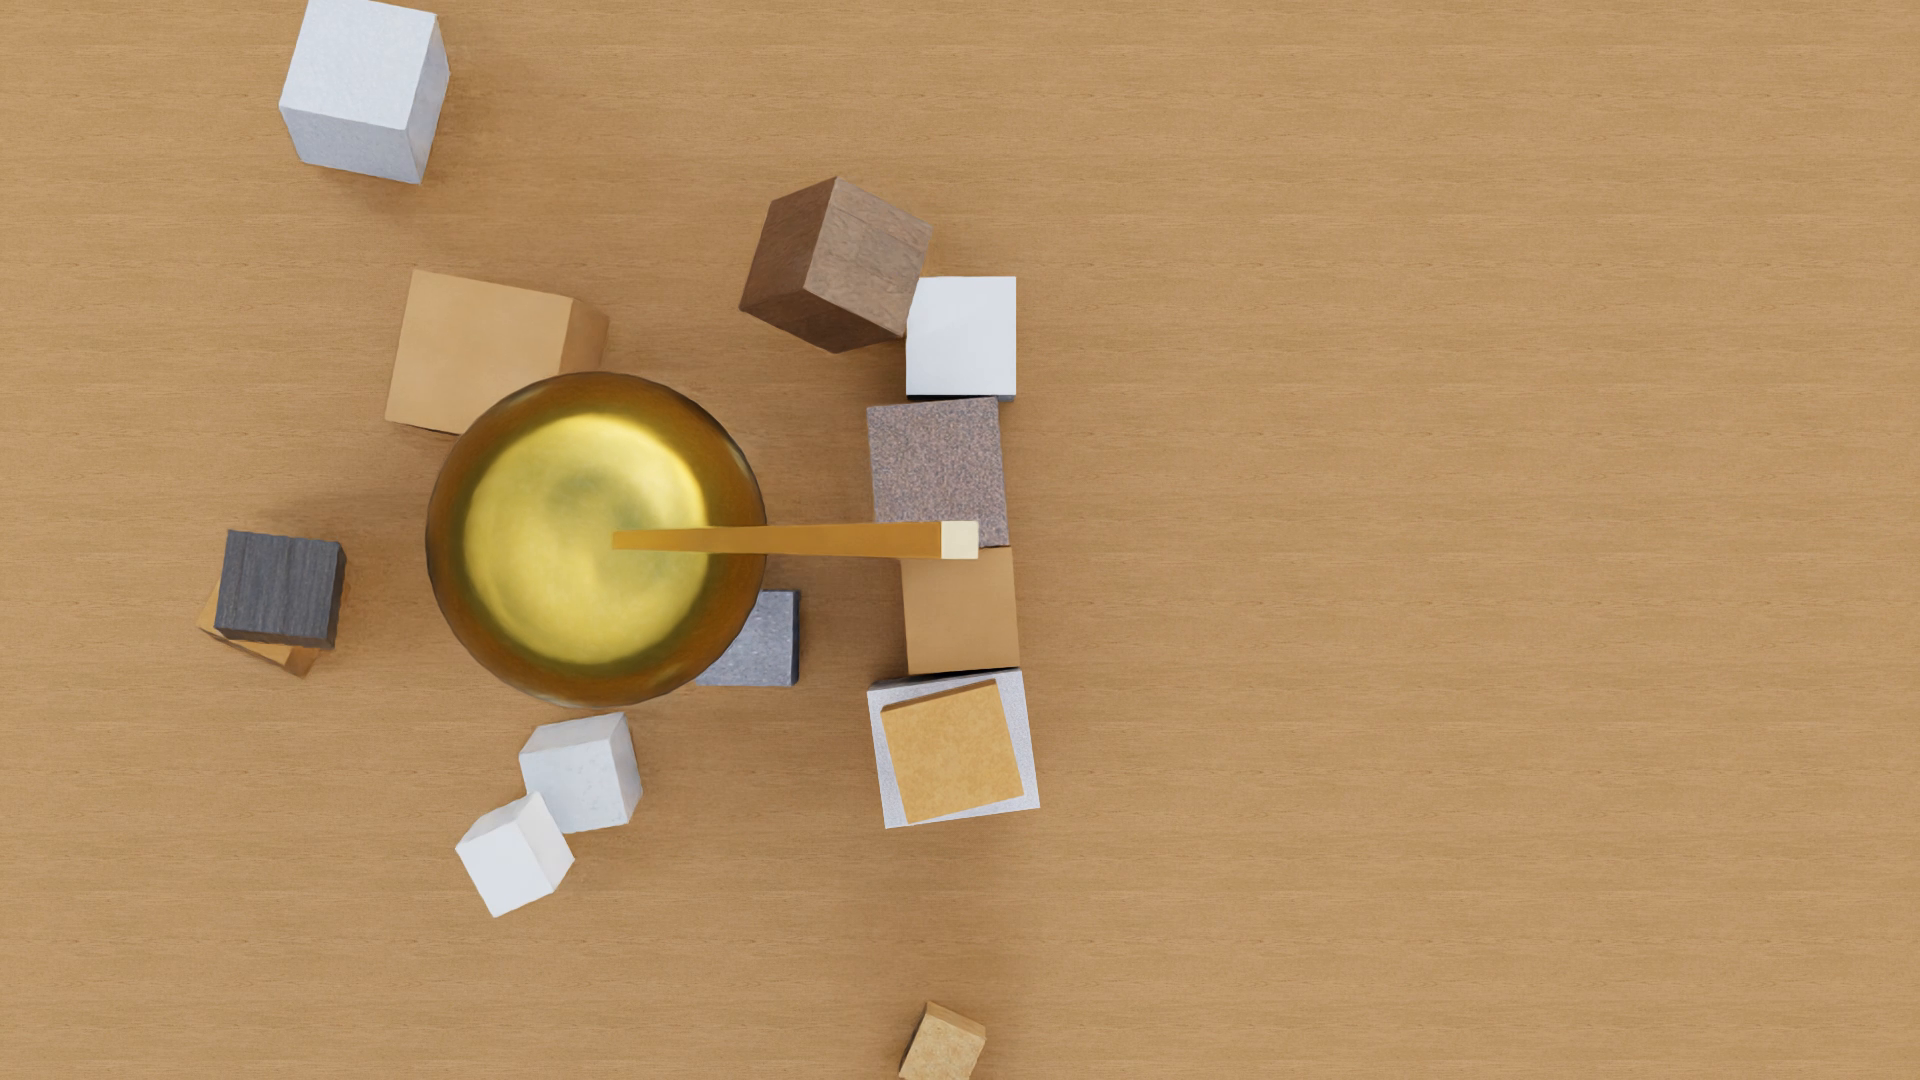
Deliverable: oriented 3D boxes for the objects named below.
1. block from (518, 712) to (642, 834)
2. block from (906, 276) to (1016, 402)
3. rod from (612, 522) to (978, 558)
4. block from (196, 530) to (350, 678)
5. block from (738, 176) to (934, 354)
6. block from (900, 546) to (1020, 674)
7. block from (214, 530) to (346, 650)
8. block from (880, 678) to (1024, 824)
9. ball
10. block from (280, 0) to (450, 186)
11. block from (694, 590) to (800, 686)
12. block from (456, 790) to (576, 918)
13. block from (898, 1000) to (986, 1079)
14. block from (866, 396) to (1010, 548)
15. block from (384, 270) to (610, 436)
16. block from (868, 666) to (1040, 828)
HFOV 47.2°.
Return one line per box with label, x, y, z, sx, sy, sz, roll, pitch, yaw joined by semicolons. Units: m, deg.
block;-2.177;1.349;12.669;0.523;0.542;0.506;-10;102;3
block;0.006;-1.149;12.685;0.617;0.630;0.663;0;90;0
rod;-0.741;0.000;7.142;0.080;5.200;0.080;0;90;-17
block;-3.937;0.380;12.648;0.546;0.582;0.600;24;77;0
block;-0.699;-1.528;12.353;0.662;0.734;0.675;24;74;-30
block;0.001;0.397;12.692;0.628;0.617;0.677;-4;90;0
block;-3.721;0.281;12.075;0.579;0.582;0.528;7;80;-10
block;-0.040;1.129;11.863;0.636;0.542;0.605;-14;90;0
ball;-1.710;0.000;10.401;1.600;1.600;1.600;0;90;0
block;-3.377;-2.571;12.539;0.698;0.683;0.739;11;72;-3
block;-1.226;0.558;12.735;0.550;0.530;0.534;1;90;0
block;-2.469;1.745;12.238;0.380;0.483;0.452;-25;100;9
block;-0.102;2.979;12.826;0.377;0.343;0.395;24;91;0
block;-0.134;-0.356;12.601;0.728;0.777;0.827;-5;90;-2
block;-2.625;-0.988;12.554;0.925;0.787;0.855;11;89;6
block;-0.036;1.157;12.567;0.861;0.866;0.762;-8;90;0
